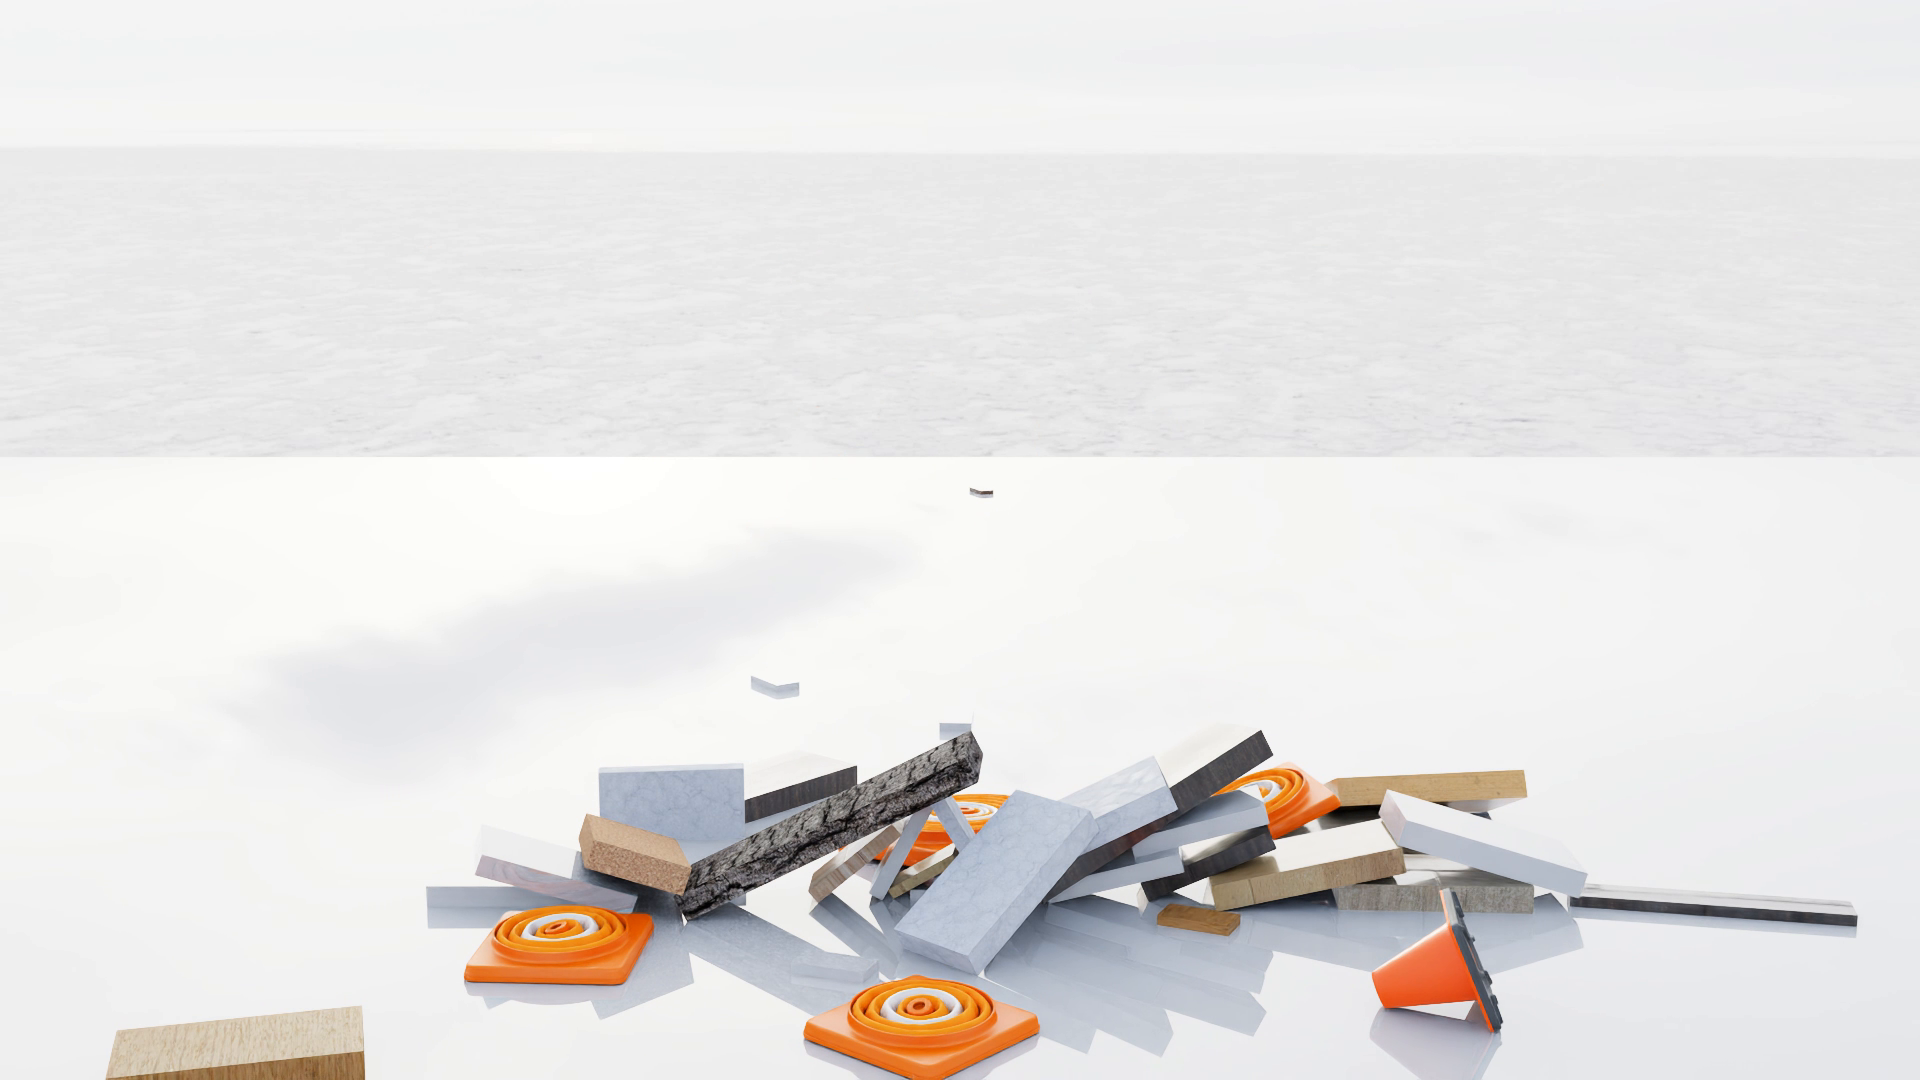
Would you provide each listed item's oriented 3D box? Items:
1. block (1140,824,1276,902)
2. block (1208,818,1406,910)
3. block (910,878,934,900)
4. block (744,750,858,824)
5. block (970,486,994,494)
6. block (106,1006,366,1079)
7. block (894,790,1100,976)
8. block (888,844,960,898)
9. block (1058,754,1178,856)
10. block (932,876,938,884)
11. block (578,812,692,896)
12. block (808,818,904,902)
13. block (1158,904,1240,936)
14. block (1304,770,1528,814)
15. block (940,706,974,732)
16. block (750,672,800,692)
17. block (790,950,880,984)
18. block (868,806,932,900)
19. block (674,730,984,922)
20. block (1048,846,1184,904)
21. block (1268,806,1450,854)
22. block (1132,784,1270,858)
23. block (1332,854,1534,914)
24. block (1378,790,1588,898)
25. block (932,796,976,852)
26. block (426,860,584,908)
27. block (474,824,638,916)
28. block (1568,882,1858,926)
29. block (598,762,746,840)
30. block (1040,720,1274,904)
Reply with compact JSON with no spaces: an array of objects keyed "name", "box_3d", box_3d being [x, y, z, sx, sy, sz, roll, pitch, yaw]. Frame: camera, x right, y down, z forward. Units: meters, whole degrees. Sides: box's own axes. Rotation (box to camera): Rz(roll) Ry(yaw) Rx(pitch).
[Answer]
[{"name":"block","box_3d":[0.410,0.527,3.674,0.229,0.032,0.114,-23,9,5]},{"name":"block","box_3d":[0.568,0.537,3.647,0.314,0.044,0.157,-12,10,3]},{"name":"block","box_3d":[-0.017,0.582,3.663,0.127,0.018,0.063,1,11,4]},{"name":"block","box_3d":[-0.365,0.470,4.190,0.162,0.046,0.323,9,14,40]},{"name":"block","box_3d":[0.075,-0.175,7.748,0.049,0.014,0.097,-5,12,-25]},{"name":"block","box_3d":[-0.972,0.697,2.968,0.323,0.046,0.162,-3,11,-15]},{"name":"block","box_3d":[0.059,0.530,3.435,0.160,0.045,0.320,10,46,44]},{"name":"block","box_3d":[-0.058,0.549,3.659,0.127,0.018,0.063,-30,7,13]},{"name":"block","box_3d":[0.190,0.462,3.582,0.320,0.045,0.160,-26,12,3]},{"name":"block","box_3d":[0.014,0.582,3.600,0.127,0.018,0.063,7,26,16]},{"name":"block","box_3d":[-0.542,0.518,3.643,0.162,0.046,0.323,18,-3,-11]},{"name":"block","box_3d":[-0.172,0.523,3.654,0.182,0.026,0.091,-40,7,8]},{"name":"block","box_3d":[0.383,0.608,3.524,0.120,0.017,0.060,5,12,25]},{"name":"block","box_3d":[0.826,0.464,4.000,0.355,0.050,0.178,-1,-15,-11]},{"name":"block","box_3d":[-0.007,0.384,4.723,0.068,0.019,0.136,1,11,3]},{"name":"block","box_3d":[-0.424,0.326,5.045,0.060,0.017,0.120,-7,13,-34]},{"name":"block","box_3d":[-0.189,0.645,3.328,0.120,0.017,0.060,4,11,21]},{"name":"block","box_3d":[-0.095,0.503,3.663,0.026,0.182,0.091,28,10,-3]},{"name":"block","box_3d":[-0.211,0.463,3.576,0.528,0.045,0.160,-26,8,8]},{"name":"block","box_3d":[0.256,0.544,3.659,0.229,0.032,0.114,-14,10,7]},{"name":"block","box_3d":[0.722,0.527,3.870,0.356,0.050,0.178,-2,11,-9]},{"name":"block","box_3d":[0.395,0.469,3.672,0.229,0.032,0.114,-15,10,4]},{"name":"block","box_3d":[0.780,0.570,3.657,0.314,0.044,0.157,1,11,3]},{"name":"block","box_3d":[0.865,0.502,3.646,0.314,0.044,0.157,17,11,-4]},{"name":"block","box_3d":[-0.001,0.477,3.618,0.026,0.182,0.091,-30,8,5]},{"name":"block","box_3d":[-0.745,0.572,3.664,0.258,0.037,0.129,0,11,0]},{"name":"block","box_3d":[-0.656,0.535,3.566,0.258,0.037,0.129,19,10,-17]},{"name":"block","box_3d":[1.224,0.594,3.593,0.444,0.019,0.068,2,11,12]},{"name":"block","box_3d":[-0.517,0.472,3.953,0.258,0.129,0.037,-1,11,-6]},{"name":"block","box_3d":[0.288,0.450,3.680,0.472,0.050,0.178,-30,10,-17]}]
